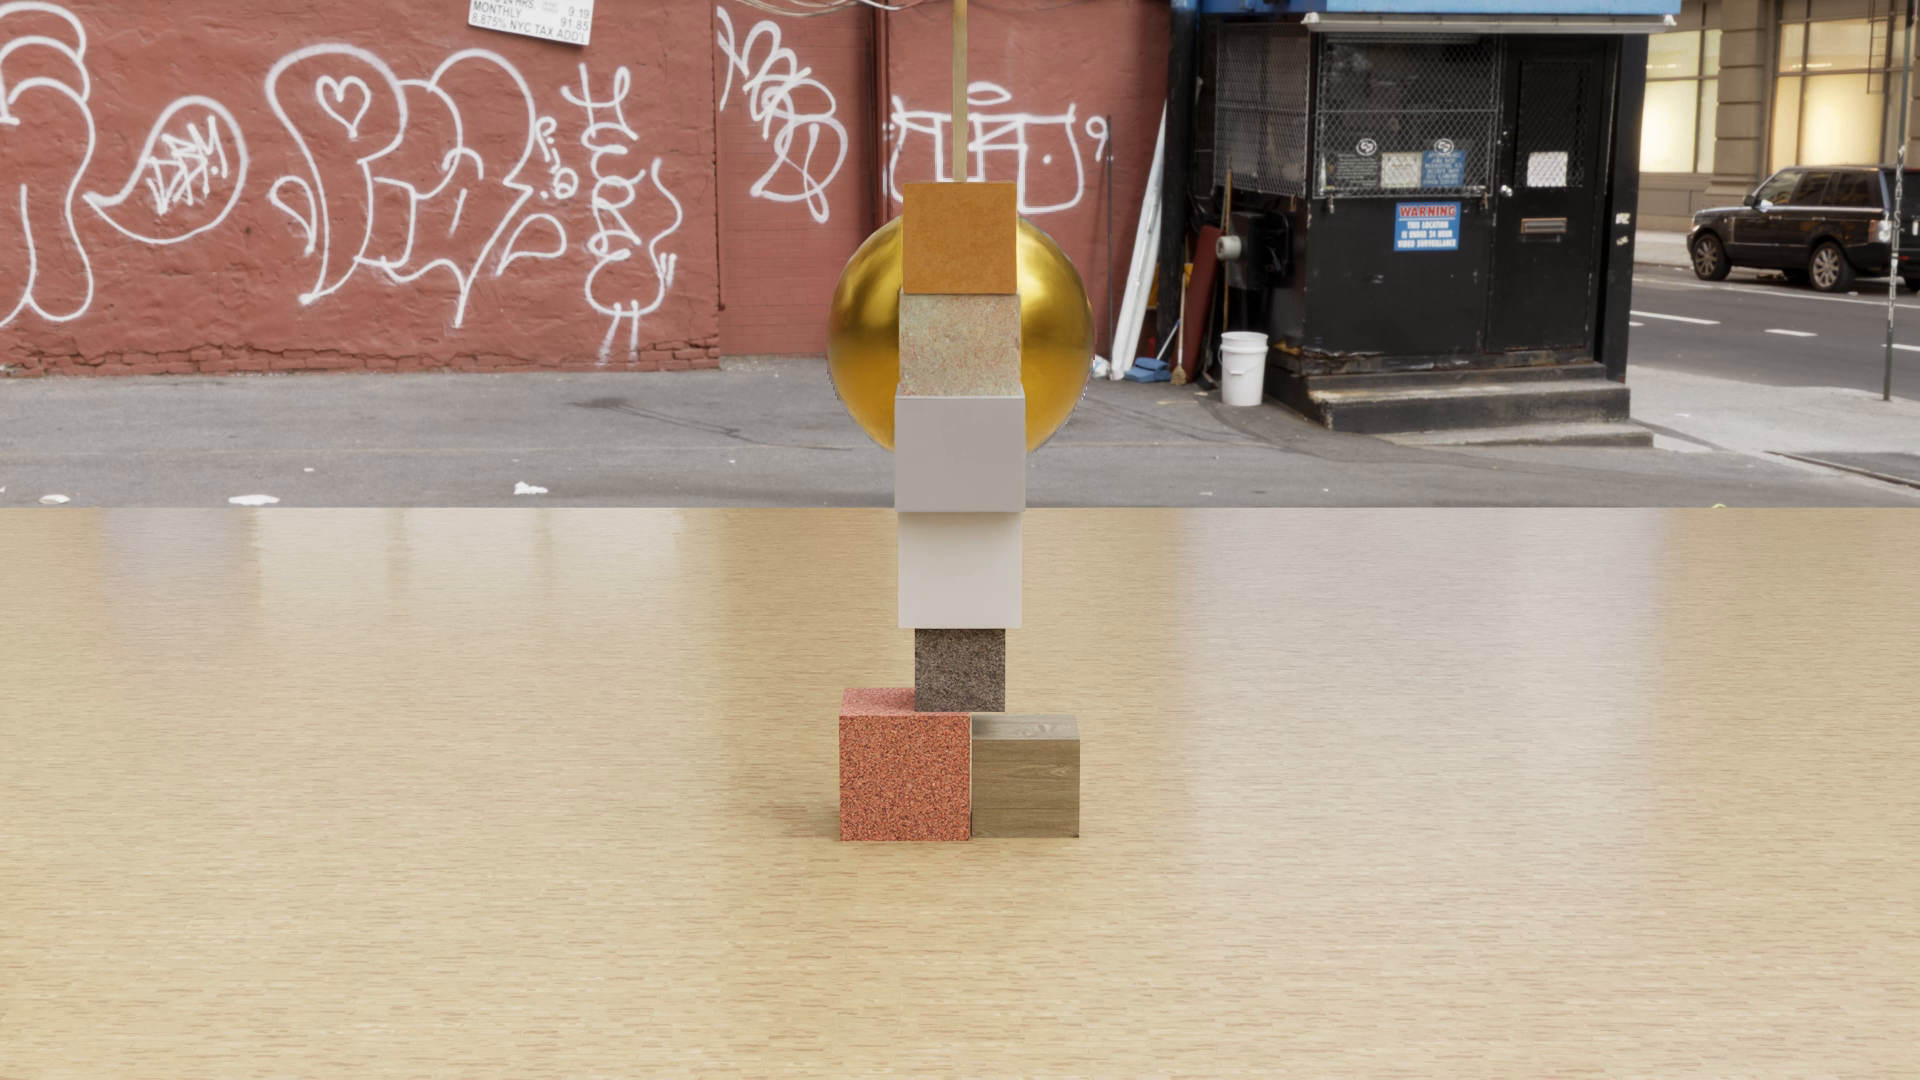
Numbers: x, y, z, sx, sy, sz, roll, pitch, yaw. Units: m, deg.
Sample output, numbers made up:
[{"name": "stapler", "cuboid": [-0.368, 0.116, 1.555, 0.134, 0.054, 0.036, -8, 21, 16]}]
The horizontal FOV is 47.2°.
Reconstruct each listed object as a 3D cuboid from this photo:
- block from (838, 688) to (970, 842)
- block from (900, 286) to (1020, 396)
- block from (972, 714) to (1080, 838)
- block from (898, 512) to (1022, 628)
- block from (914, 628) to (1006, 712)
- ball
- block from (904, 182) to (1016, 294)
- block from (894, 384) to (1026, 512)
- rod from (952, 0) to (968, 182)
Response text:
[{"name": "block", "cuboid": [-0.279, 1.154, 11.379, 0.658, 0.658, 0.572, 0, 10, 0]}, {"name": "block", "cuboid": [0.000, -1.002, 11.016, 0.590, 0.502, 0.506, 0, 10, 0]}, {"name": "block", "cuboid": [0.334, 1.219, 11.404, 0.547, 0.521, 0.489, 0, 10, 0]}, {"name": "block", "cuboid": [0.000, 0.095, 11.212, 0.616, 0.606, 0.550, 0, 10, 0]}, {"name": "block", "cuboid": [0.000, 0.612, 11.294, 0.457, 0.440, 0.450, 0, 10, 0]}, {"name": "ball", "cuboid": [0.000, -1.204, 13.070, 1.600, 1.600, 1.600, 0, 10, 0]}, {"name": "block", "cuboid": [0.000, -1.504, 10.896, 0.549, 0.529, 0.474, 0, 10, 0]}, {"name": "block", "cuboid": [0.000, -0.475, 11.088, 0.640, 0.561, 0.682, 0, 10, 0]}, {"name": "rod", "cuboid": [0.000, -4.133, 11.342, 0.080, 5.200, 0.080, 0, 31, 0]}]
